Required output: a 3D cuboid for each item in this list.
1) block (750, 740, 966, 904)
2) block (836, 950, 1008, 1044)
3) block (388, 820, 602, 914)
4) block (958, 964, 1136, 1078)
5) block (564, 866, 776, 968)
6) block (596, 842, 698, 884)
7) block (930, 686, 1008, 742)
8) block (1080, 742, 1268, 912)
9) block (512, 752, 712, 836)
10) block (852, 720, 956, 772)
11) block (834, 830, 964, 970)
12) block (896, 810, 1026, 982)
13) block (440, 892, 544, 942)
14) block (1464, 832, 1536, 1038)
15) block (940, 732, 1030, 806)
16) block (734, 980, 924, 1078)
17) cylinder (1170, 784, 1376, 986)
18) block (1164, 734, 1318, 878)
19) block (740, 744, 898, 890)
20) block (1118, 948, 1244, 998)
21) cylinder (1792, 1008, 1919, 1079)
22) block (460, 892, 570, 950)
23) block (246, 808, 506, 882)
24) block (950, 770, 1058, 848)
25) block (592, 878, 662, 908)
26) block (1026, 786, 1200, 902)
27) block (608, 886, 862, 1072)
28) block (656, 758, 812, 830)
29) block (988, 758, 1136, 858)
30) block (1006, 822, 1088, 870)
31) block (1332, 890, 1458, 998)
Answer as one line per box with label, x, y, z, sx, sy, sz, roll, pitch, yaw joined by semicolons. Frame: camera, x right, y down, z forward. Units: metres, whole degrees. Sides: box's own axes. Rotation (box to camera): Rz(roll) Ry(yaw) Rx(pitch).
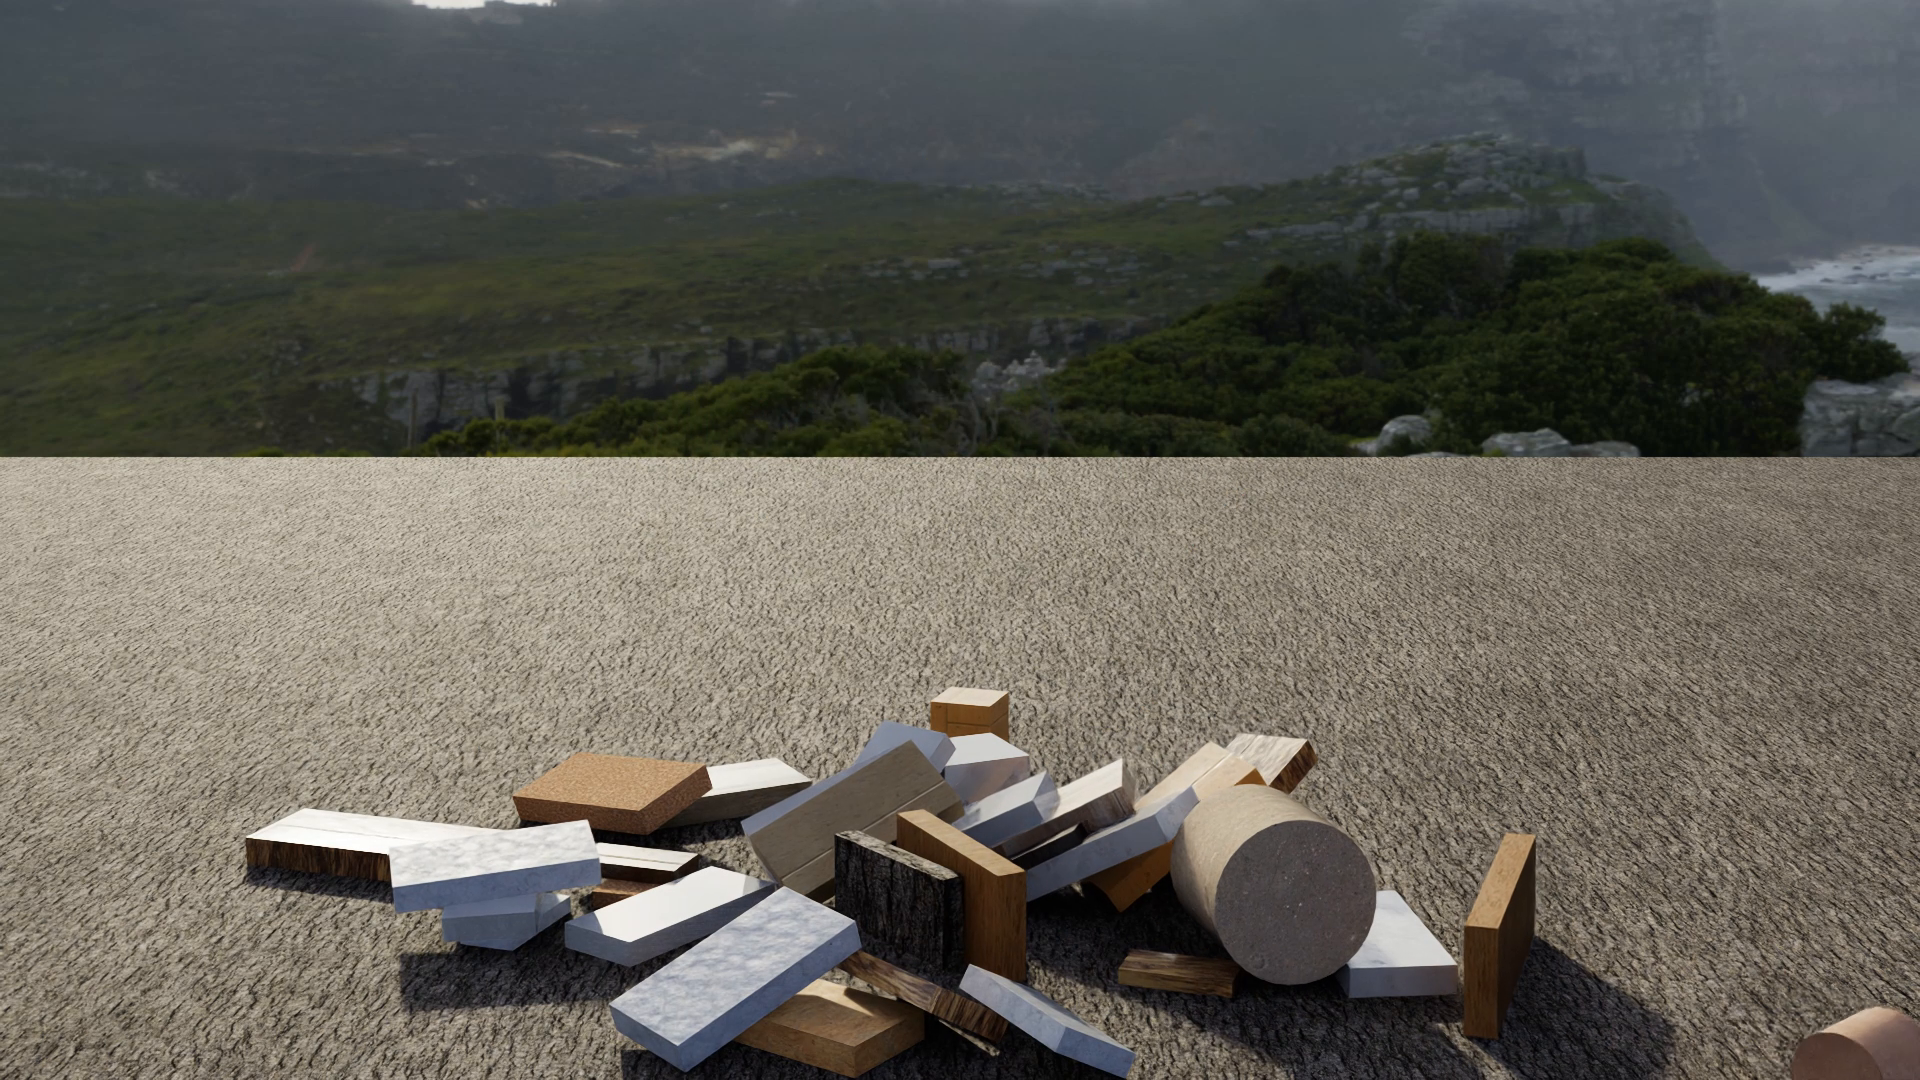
block;-0.170;0.473;3.644;0.319;0.045;0.159;-30;49;-16
block;-0.056;0.637;3.100;0.128;0.036;0.257;31;-12;-32
block;-0.743;0.519;3.507;0.319;0.045;0.159;-6;17;-15
block;0.118;0.661;3.029;0.128;0.036;0.256;28;-5;-31
block;-0.459;0.598;3.515;0.142;0.040;0.334;8;13;36
block;-0.544;0.545;3.696;0.186;0.026;0.093;4;11;18
block;0.020;0.378;4.466;0.125;0.125;0.125;4;11;19
block;0.344;0.476;3.670;0.324;0.046;0.162;-38;22;-10
block;-0.635;0.460;4.009;0.346;0.049;0.173;0;23;40
block;-0.147;0.451;3.813;0.149;0.042;0.298;8;52;41
block;-0.098;0.560;3.444;0.040;0.142;0.284;-8;13;-37
block;-0.002;0.550;3.417;0.048;0.171;0.342;-5;12;-27
block;-0.740;0.558;3.526;0.142;0.040;0.283;-3;16;-5
block;0.807;0.580;3.274;0.046;0.162;0.441;2;11;21
block;0.015;0.454;3.950;0.164;0.164;0.164;-5;11;-24
block;-0.238;0.671;3.112;0.349;0.045;0.159;7;13;35
cylinder;0.471;0.518;3.335;0.247;0.247;0.247;-2;6;-9
block;0.457;0.458;3.777;0.162;0.046;0.324;0;36;51
block;-0.203;0.473;3.711;0.298;0.042;0.149;-25;48;-13
block;0.331;0.648;3.290;0.172;0.024;0.086;3;11;18
cylinder;1.165;0.681;2.835;0.126;0.126;0.126;-9;14;-39
block;-0.708;0.606;3.511;0.093;0.026;0.186;4;11;18
block;-0.968;0.538;3.813;0.508;0.049;0.173;3;11;18
block;0.015;0.489;3.709;0.298;0.042;0.149;-26;7;16
block;-0.534;0.574;3.682;0.093;0.026;0.186;3;11;14
block;0.214;0.503;3.558;0.342;0.048;0.171;-28;-3;28
block;-0.314;0.614;3.100;0.324;0.046;0.162;-30;31;-35
block;-0.472;0.478;4.139;0.346;0.049;0.173;-5;12;-27
block;0.130;0.483;3.685;0.342;0.048;0.171;-27;7;8
block;0.119;0.510;3.553;0.172;0.024;0.086;-27;-3;11
block;0.637;0.619;3.388;0.162;0.046;0.324;-1;11;-5
